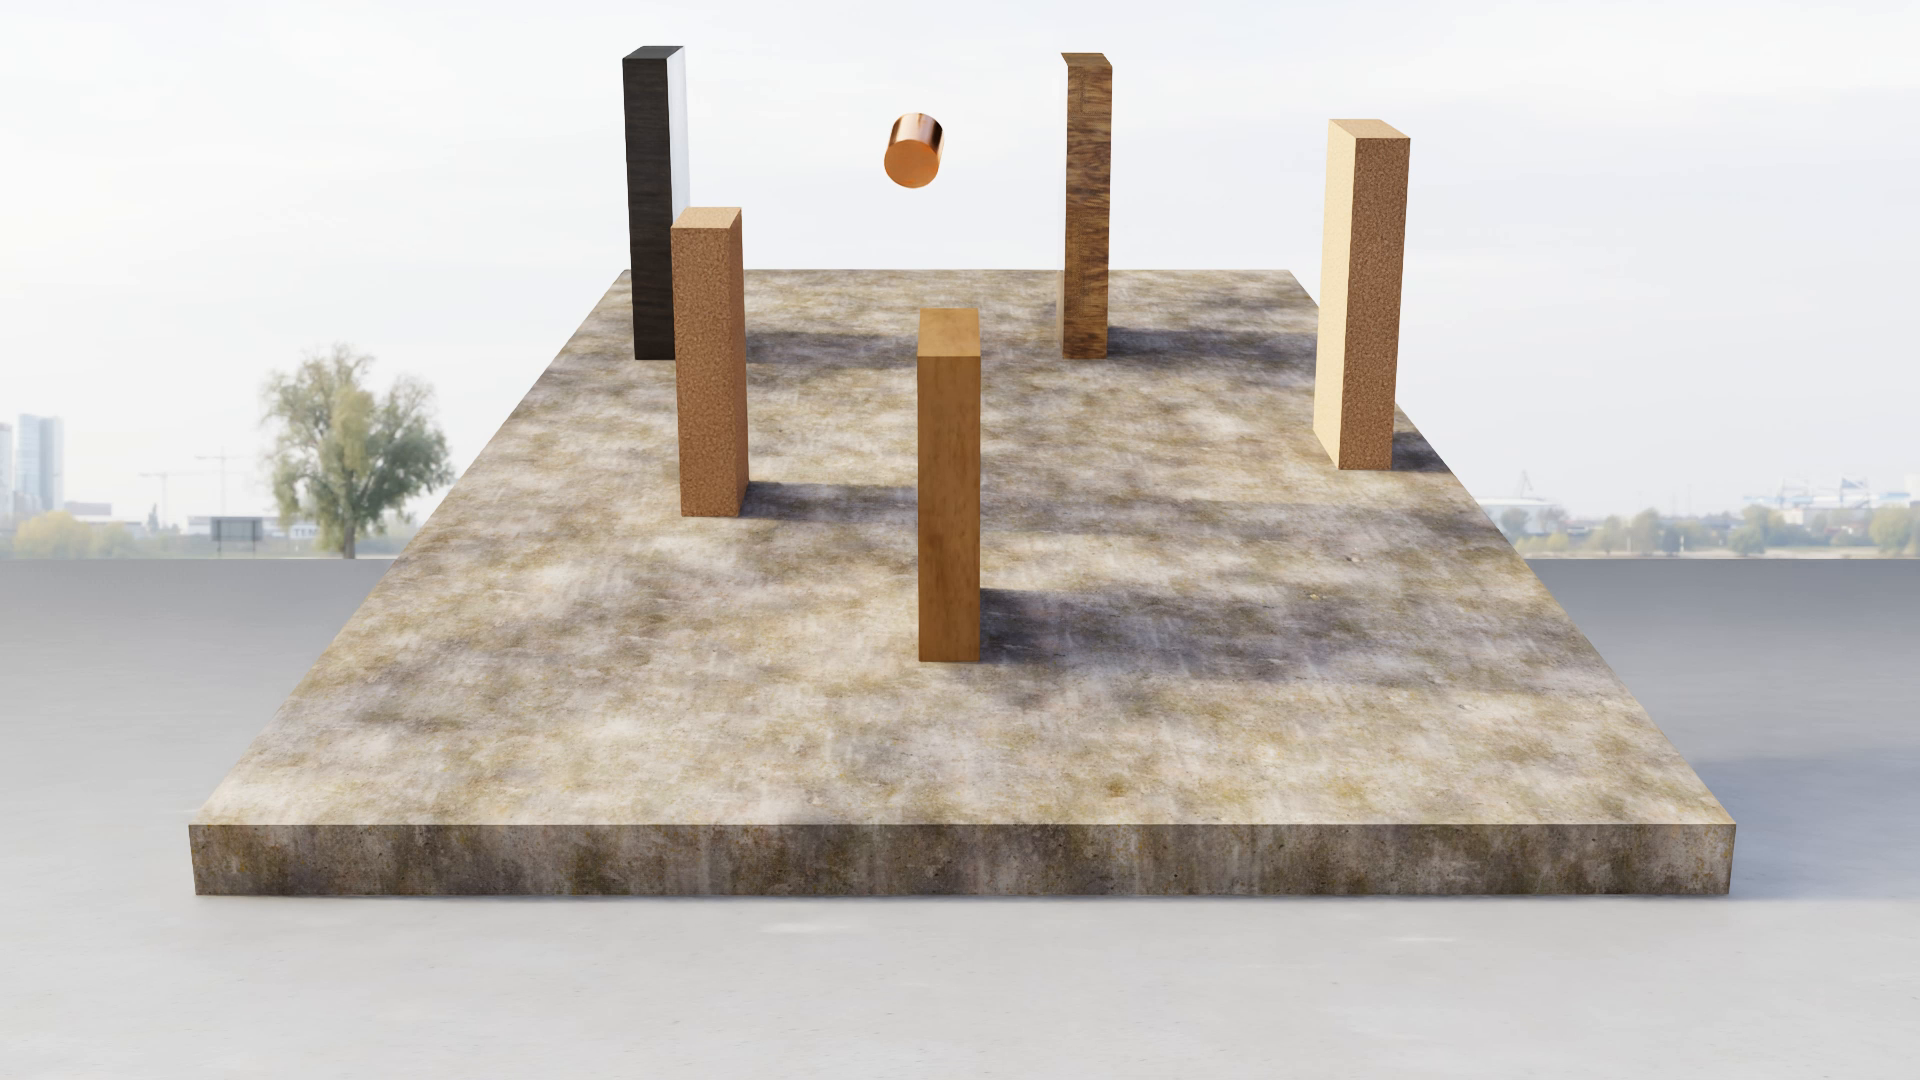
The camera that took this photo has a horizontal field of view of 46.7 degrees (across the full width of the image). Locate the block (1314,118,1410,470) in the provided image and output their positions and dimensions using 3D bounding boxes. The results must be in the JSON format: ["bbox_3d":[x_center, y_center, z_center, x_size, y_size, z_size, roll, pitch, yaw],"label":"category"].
[{"bbox_3d":[0.823,-0.511,4.584,0.107,0.669,0.327,0,17,0],"label":"block"}]

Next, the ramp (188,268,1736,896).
[{"bbox_3d":[-0.003,-0.176,4.799,2.000,0.100,4.000,0,17,0],"label":"ramp"}]

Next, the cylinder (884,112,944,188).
[{"bbox_3d":[-0.130,-1.114,6.359,0.158,0.158,0.158,0,39,7],"label":"cylinder"}]

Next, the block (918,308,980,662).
[{"bbox_3d":[-0.017,-0.096,3.554,0.095,0.483,0.365,0,17,0],"label":"block"}]

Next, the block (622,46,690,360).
[{"bbox_3d":[-0.751,-0.850,5.570,0.108,0.730,0.375,0,17,0],"label":"block"}]

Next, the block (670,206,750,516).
[{"bbox_3d":[-0.473,-0.343,4.242,0.106,0.547,0.252,0,17,0],"label":"block"}]

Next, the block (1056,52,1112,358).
[{"bbox_3d":[0.309,-0.847,5.595,0.108,0.711,0.392,0,17,0],"label":"block"}]
